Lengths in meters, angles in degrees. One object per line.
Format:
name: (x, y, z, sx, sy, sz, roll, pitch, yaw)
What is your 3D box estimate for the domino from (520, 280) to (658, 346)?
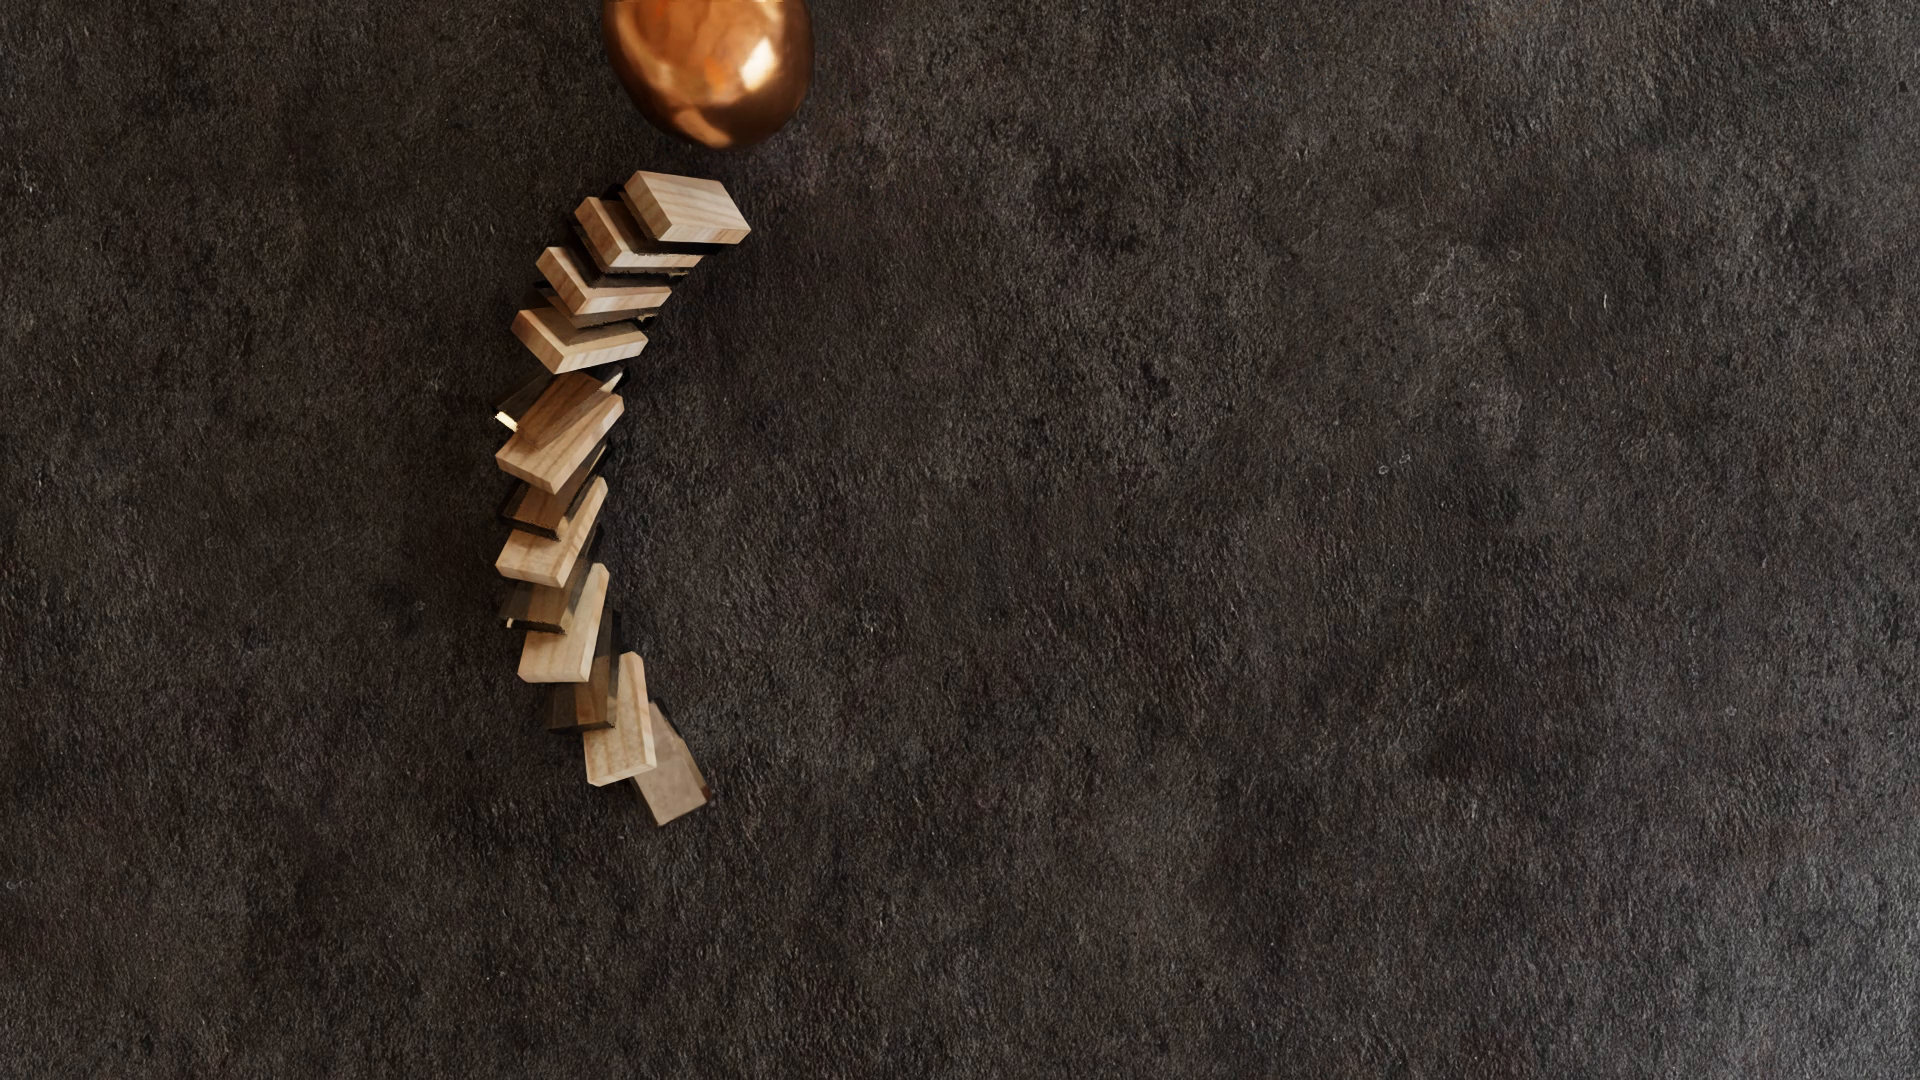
domino: (-0.150, -0.095, 0.376, 0.025, 0.050, 0.010, 45, 119, 0)

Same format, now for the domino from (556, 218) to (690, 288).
domino: (-0.137, -0.117, 0.376, 0.009, 0.050, 0.025, -32, 90, 29)

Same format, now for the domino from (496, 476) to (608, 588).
domino: (-0.170, -0.006, 0.383, 0.025, 0.009, 0.050, 12, 59, 0)

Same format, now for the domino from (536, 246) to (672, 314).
domino: (-0.145, -0.107, 0.376, 0.009, 0.050, 0.025, -37, 90, 29)

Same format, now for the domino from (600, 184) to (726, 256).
domino: (-0.120, -0.131, 0.376, 0.010, 0.050, 0.025, -33, 90, 29)

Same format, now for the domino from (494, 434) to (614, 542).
domino: (-0.169, -0.025, 0.383, 0.025, 0.009, 0.050, 17, 59, 0)

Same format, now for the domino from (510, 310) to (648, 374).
domino: (-0.155, -0.084, 0.376, 0.025, 0.050, 0.009, 46, 119, 1)

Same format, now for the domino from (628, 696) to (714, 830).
domino: (-0.130, 0.096, 0.395, 0.025, 0.010, 0.050, -28, 90, 0)

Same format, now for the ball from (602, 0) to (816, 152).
ball: (-0.097, -0.196, 0.360, 0.080, 0.080, 0.080, 0, 90, 0)

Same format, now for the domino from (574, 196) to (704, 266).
domino: (-0.130, -0.126, 0.376, 0.010, 0.050, 0.025, -33, 90, 29)

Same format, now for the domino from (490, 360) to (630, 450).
domino: (-0.165, -0.062, 0.381, 0.025, 0.010, 0.050, 36, 59, 7)

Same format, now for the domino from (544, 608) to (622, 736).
domino: (-0.157, 0.055, 0.384, 0.025, 0.010, 0.050, -8, 62, 0)

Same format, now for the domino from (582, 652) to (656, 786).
domino: (-0.144, 0.075, 0.384, 0.025, 0.009, 0.050, -18, 63, 0)

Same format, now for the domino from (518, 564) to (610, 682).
domino: (-0.165, 0.034, 0.384, 0.025, 0.010, 0.050, -1, 60, 0)

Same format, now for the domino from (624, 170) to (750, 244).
domino: (-0.110, -0.136, 0.376, 0.010, 0.050, 0.025, -33, 90, 29)

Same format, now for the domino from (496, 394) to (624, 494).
domino: (-0.166, -0.045, 0.383, 0.025, 0.010, 0.050, 26, 59, 1)

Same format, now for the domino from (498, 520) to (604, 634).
domino: (-0.170, 0.013, 0.383, 0.025, 0.010, 0.050, 8, 59, 0)
